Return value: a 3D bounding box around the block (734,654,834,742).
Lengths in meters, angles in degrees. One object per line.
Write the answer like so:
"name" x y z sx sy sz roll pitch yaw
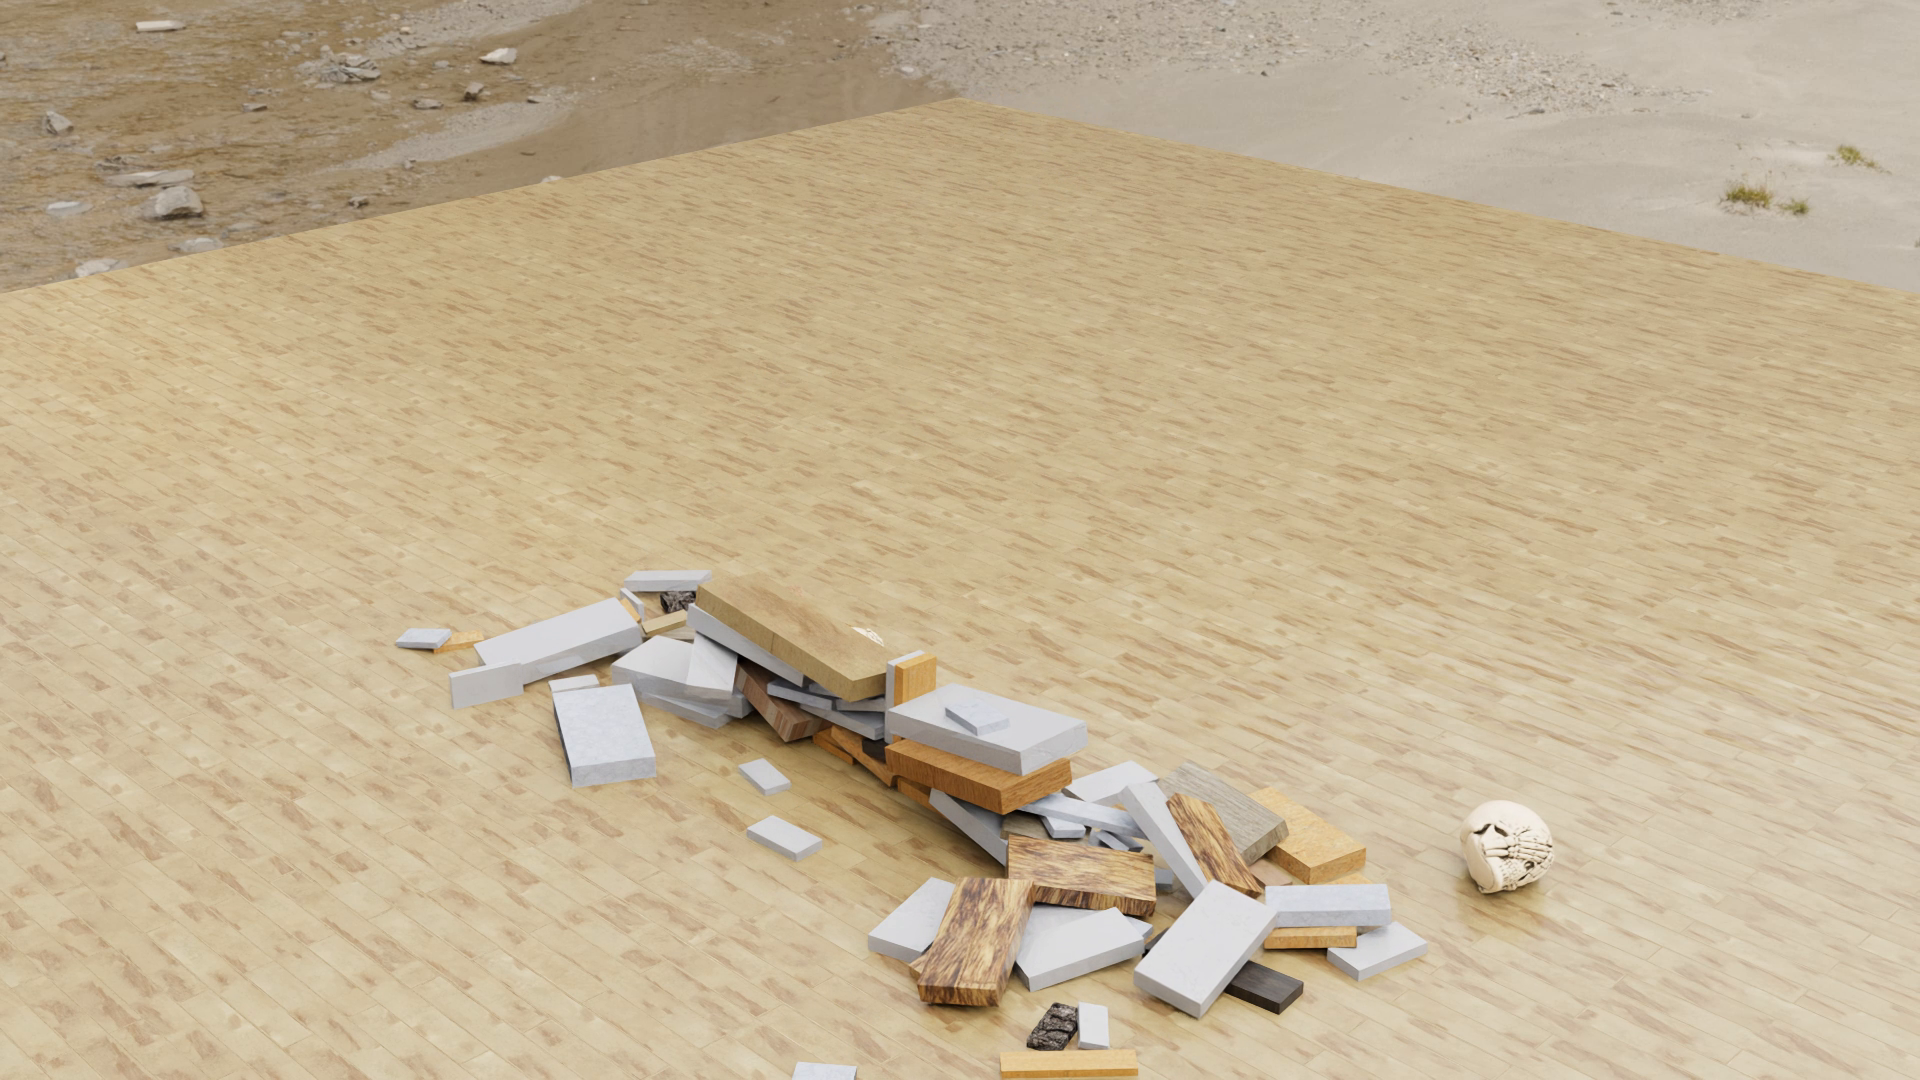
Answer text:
"block" -0.404 0.297 4.823 0.174 0.049 0.347 -11 43 -41

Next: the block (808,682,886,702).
"block" -0.232 0.309 4.626 0.084 0.024 0.167 -14 13 -42

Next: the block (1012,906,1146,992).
"block" 0.205 0.735 3.955 0.227 0.032 0.113 -15 27 -18

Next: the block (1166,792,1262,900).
"block" 0.480 0.583 4.170 0.112 0.032 0.223 22 29 -41

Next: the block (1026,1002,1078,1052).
"block" 0.165 0.837 3.767 0.060 0.017 0.120 11 25 23

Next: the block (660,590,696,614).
"block" -0.626 0.142 5.368 0.196 0.028 0.098 -7 13 -16

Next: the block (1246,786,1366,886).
"block" 0.651 0.581 4.339 0.142 0.040 0.283 -14 27 -30

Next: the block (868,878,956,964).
"block" -0.061 0.703 4.062 0.113 0.032 0.227 13 26 27

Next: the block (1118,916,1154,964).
"block" 0.297 0.729 4.021 0.060 0.017 0.120 15 27 32

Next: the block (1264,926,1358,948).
"block" 0.639 0.715 4.010 0.166 0.023 0.083 -3 15 10

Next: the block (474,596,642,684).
"block" -0.926 0.240 5.067 0.347 0.049 0.174 -19 28 -20

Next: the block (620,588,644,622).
"block" -0.793 0.159 5.317 0.015 0.053 0.106 -14 27 -30

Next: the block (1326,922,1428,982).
"block" 0.755 0.743 3.978 0.166 0.024 0.083 -14 27 -30

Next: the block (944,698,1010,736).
"block" 0.034 0.347 4.308 0.071 0.020 0.142 -14 18 -23

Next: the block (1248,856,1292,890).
"block" 0.586 0.644 4.223 0.052 0.015 0.103 -12 26 -26

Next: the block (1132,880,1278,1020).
"block" 0.438 0.723 3.906 0.135 0.038 0.271 23 42 28

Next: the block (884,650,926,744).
"block" -0.110 0.324 4.512 0.091 0.182 0.026 -19 31 -40

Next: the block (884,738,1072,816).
"block" 0.033 0.440 4.296 0.177 0.050 0.355 -19 21 -36

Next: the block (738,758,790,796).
"block" -0.407 0.494 4.576 0.060 0.017 0.121 -14 27 -30

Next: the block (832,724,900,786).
"block" -0.170 0.438 4.613 0.098 0.028 0.196 -18 41 -39

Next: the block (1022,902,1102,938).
"block" 0.150 0.707 4.053 0.227 0.032 0.113 -9 25 -20

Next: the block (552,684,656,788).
"block" -0.766 0.416 4.717 0.174 0.049 0.348 -6 24 -15

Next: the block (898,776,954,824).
"block" -0.028 0.520 4.498 0.098 0.028 0.196 -19 29 -37

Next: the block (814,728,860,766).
"block" -0.245 0.438 4.703 0.068 0.019 0.137 -19 29 -37

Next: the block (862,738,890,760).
"block" -0.101 0.429 4.526 0.098 0.028 0.196 -19 20 -40

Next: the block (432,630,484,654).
"block" -1.183 0.239 5.177 0.118 0.017 0.059 -9 24 -19

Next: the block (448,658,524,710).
"block" -1.056 0.321 4.902 0.159 0.080 0.023 -12 26 -26

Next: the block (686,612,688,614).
"block" -0.656 0.204 5.258 0.059 0.017 0.119 4 23 10

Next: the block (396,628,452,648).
"block" -1.258 0.231 5.161 0.118 0.017 0.059 0 30 24

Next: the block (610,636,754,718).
"block" -0.585 0.303 4.915 0.347 0.049 0.174 12 26 26

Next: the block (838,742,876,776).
"block" -0.187 0.447 4.638 0.068 0.019 0.137 -18 42 -40

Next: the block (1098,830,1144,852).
"block" 0.311 0.584 4.256 0.065 0.018 0.130 35 4 18

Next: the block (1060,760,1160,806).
"block" 0.309 0.508 4.529 0.184 0.026 0.092 -15 27 -31
